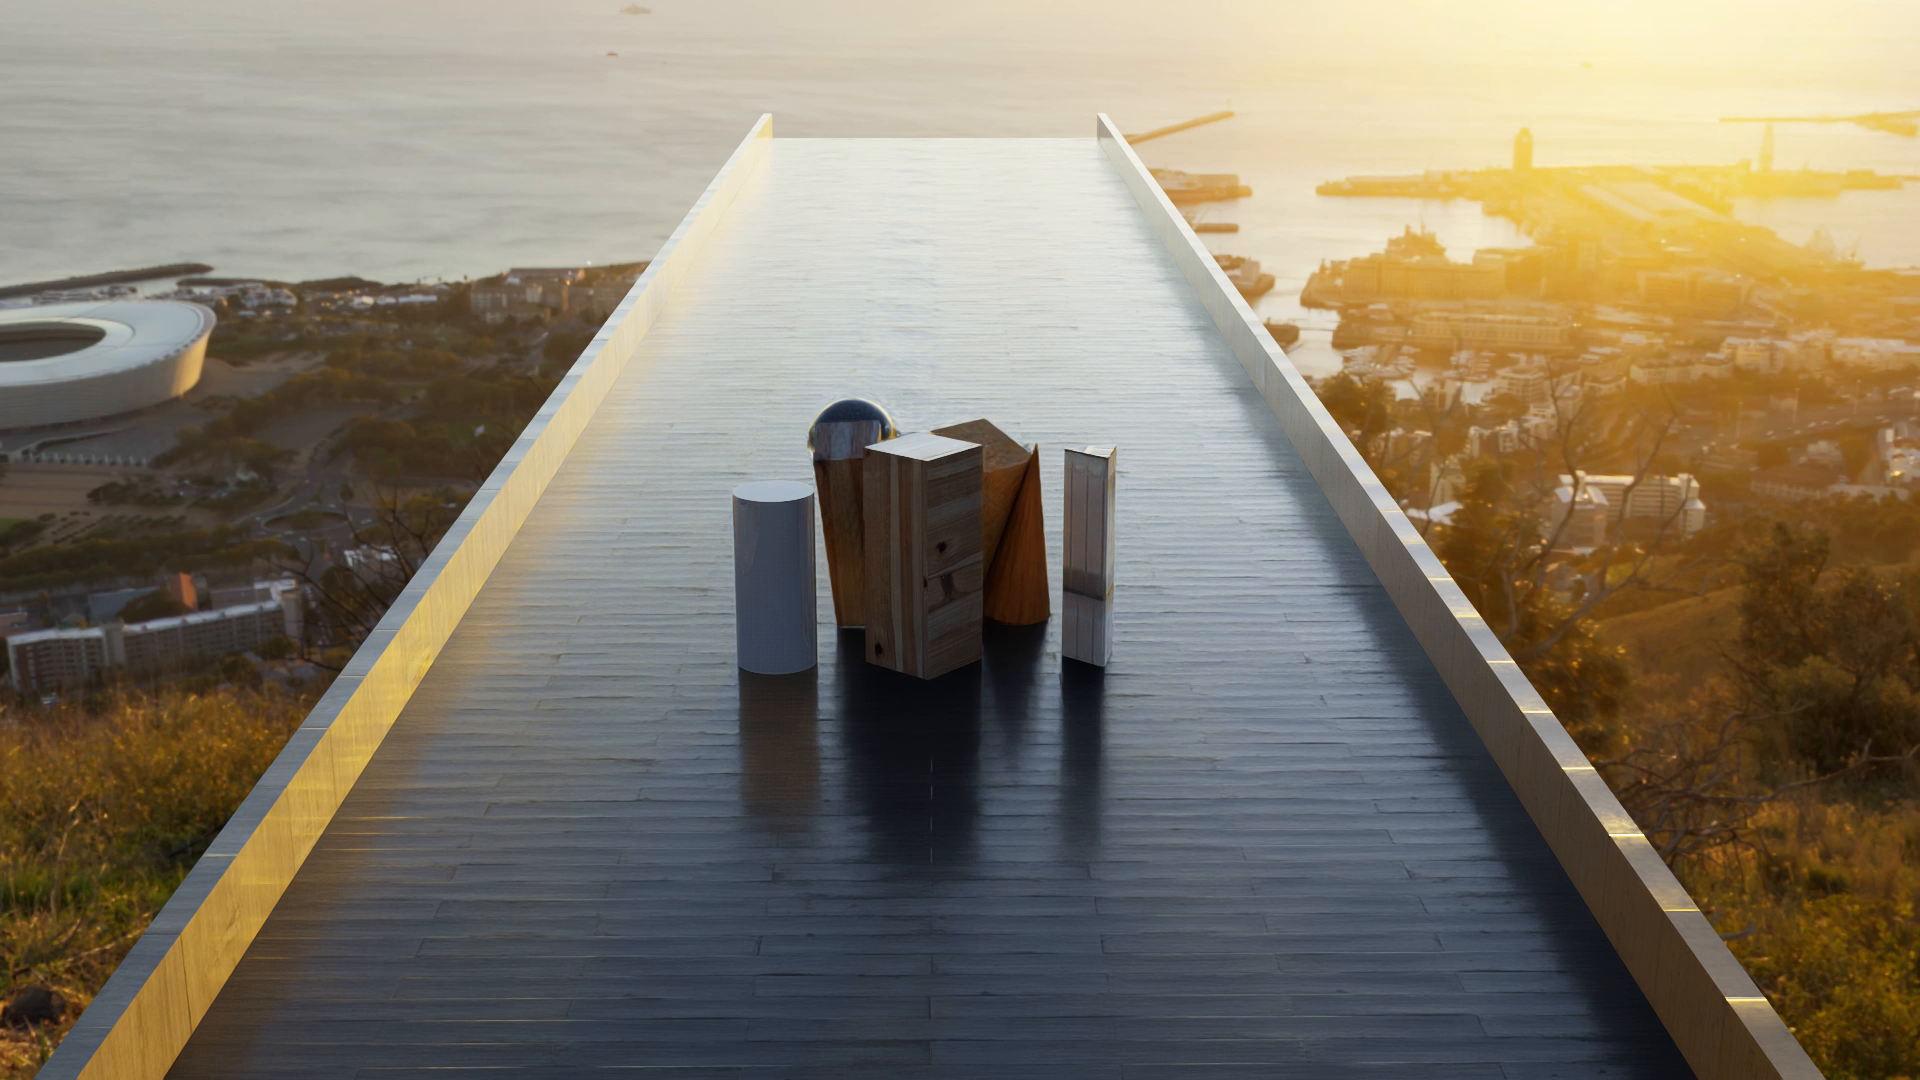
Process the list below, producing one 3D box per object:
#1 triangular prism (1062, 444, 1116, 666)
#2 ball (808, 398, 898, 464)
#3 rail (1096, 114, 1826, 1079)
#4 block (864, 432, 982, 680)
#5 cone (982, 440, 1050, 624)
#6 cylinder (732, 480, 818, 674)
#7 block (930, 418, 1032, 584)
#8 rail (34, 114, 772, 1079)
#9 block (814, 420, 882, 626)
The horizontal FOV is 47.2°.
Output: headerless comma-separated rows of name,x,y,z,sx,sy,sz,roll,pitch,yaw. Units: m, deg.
triangular prism,0.277,0.026,4.385,0.108,0.430,0.093,15,22,40
ball,-0.223,-0.203,4.586,0.189,0.189,0.189,0,17,0
rail,0.932,-0.844,7.801,0.050,0.150,12.000,0,17,-1
block,-0.072,0.029,4.353,0.165,0.443,0.165,13,21,38
cone,0.137,-0.031,4.626,0.160,0.382,0.160,7,21,-3
cylinder,-0.366,0.073,4.363,0.161,0.353,0.161,0,17,0
block,-0.002,-0.048,4.675,0.165,0.370,0.165,-16,46,-45
rail,-1.118,-0.838,7.780,0.050,0.150,12.000,0,17,-1
block,-0.210,-0.030,4.522,0.126,0.436,0.126,-3,39,4
